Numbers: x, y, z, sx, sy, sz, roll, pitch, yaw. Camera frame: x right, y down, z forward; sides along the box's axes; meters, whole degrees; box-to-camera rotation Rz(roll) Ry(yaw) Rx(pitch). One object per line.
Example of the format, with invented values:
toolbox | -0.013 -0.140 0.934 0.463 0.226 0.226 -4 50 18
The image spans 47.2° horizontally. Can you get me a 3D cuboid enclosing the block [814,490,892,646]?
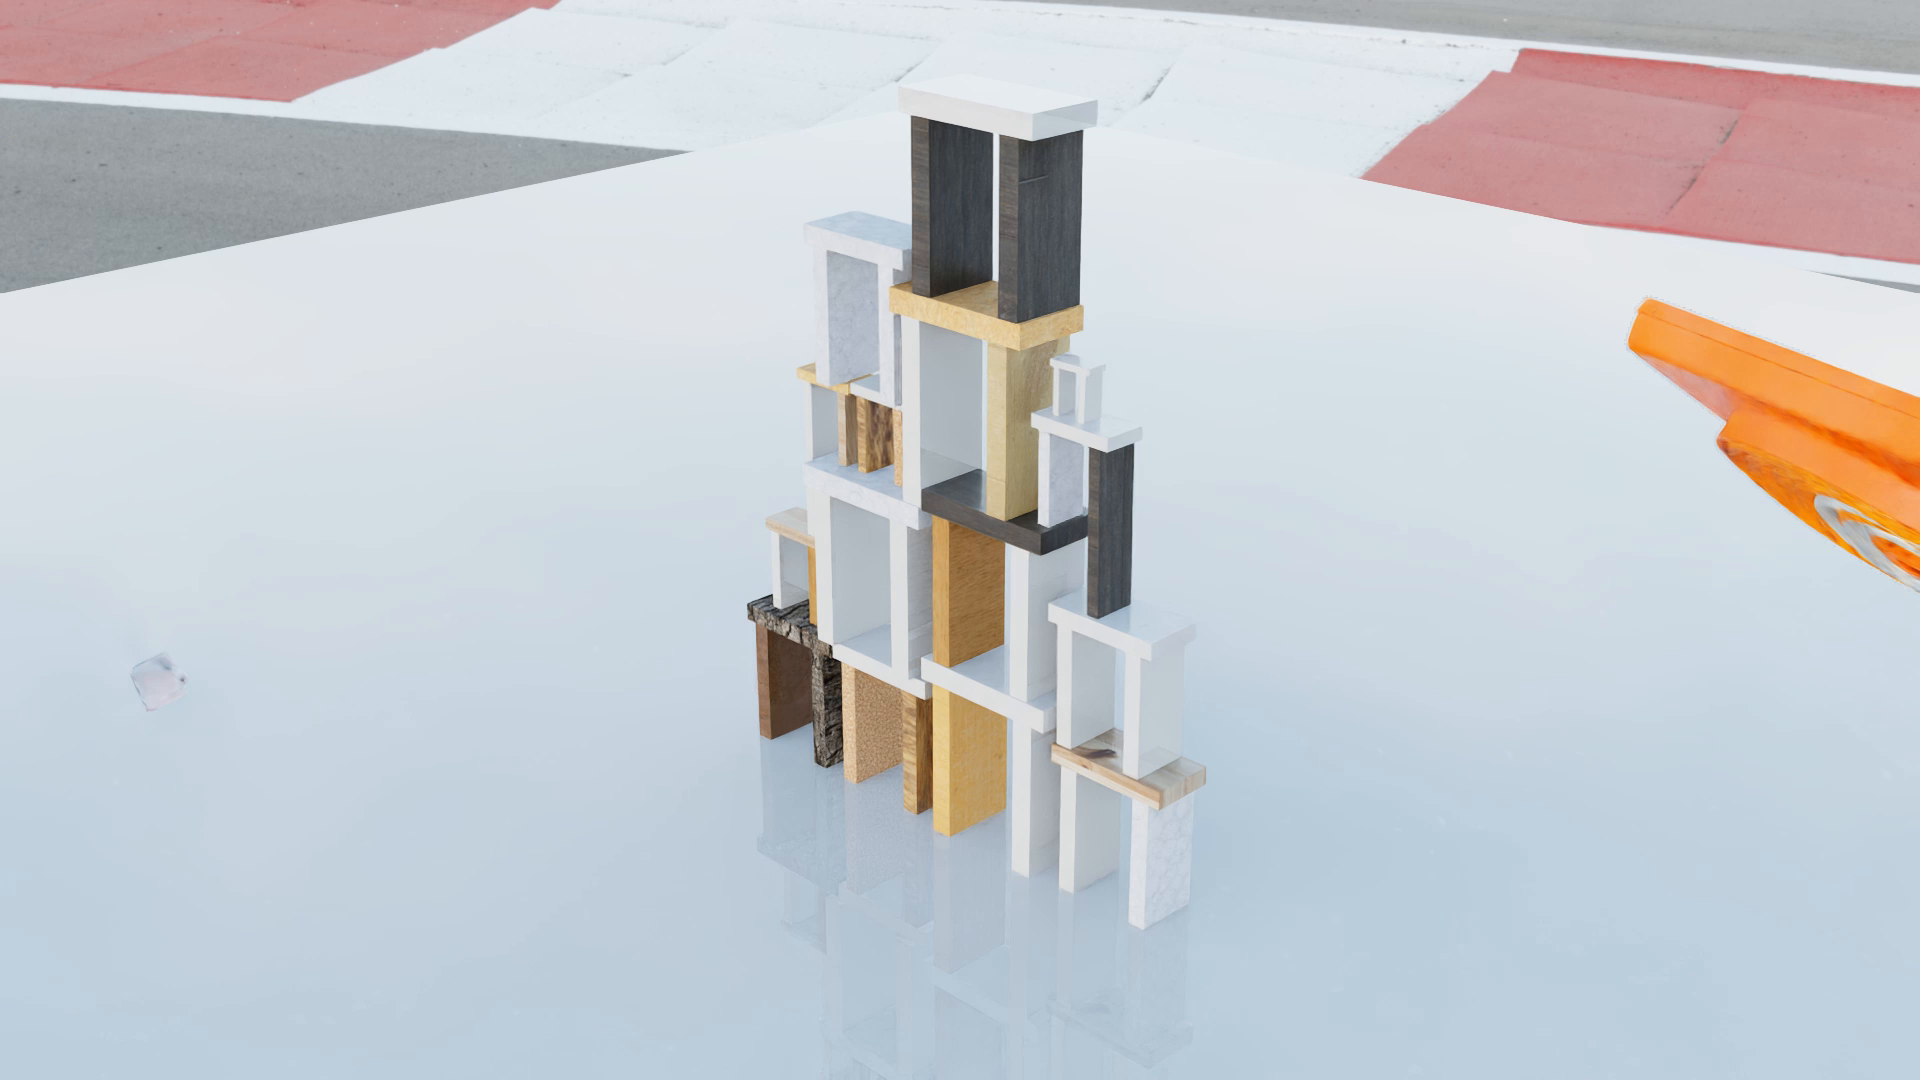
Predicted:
block | -0.216 0.034 4.469 0.047 0.329 0.165 21 31 41

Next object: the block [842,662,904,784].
block | -0.180 0.359 4.570 0.038 0.270 0.135 21 31 41

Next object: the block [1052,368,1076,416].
block | 0.185 -0.269 3.898 0.045 0.090 0.013 -21 31 -40

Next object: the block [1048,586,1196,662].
block | 0.291 0.147 3.973 0.246 0.035 0.123 21 31 41

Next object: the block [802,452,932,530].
block | -0.138 -0.108 4.324 0.329 0.047 0.165 21 31 40

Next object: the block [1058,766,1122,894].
block | 0.249 0.528 4.180 0.037 0.263 0.131 21 31 41

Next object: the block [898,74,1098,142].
block | 0.064 -0.757 3.833 0.326 0.046 0.163 21 31 41

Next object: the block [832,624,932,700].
block | -0.117 0.242 4.451 0.270 0.038 0.135 21 31 41

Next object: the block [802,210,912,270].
block | -0.154 -0.566 4.143 0.271 0.038 0.135 21 31 40

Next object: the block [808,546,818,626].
block | -0.273 0.083 4.564 0.025 0.174 0.087 21 31 41

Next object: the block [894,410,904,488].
block | -0.092 -0.187 4.250 0.078 0.156 0.022 -22 31 -40

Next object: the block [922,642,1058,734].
block | 0.097 0.271 4.231 0.325 0.046 0.162 21 31 41

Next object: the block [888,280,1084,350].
block | 0.045 -0.421 3.996 0.332 0.047 0.166 21 31 41

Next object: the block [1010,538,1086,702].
block | 0.163 0.135 4.100 0.153 0.307 0.043 -21 31 -41

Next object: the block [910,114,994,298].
block | -0.013 -0.616 3.977 0.046 0.326 0.163 21 31 41

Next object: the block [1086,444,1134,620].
block | 0.268 -0.023 3.914 0.026 0.323 0.091 21 31 41

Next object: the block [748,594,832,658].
block | -0.311 0.170 4.630 0.266 0.038 0.133 21 31 41

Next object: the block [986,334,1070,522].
block | 0.124 -0.216 3.998 0.047 0.332 0.166 21 31 41

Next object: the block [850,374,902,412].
block | -0.129 -0.284 4.248 0.156 0.022 0.078 22 32 40

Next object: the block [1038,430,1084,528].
block | 0.183 -0.122 3.969 0.091 0.183 0.026 -21 31 -40

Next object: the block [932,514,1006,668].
block | 0.018 0.079 4.233 0.043 0.307 0.153 21 31 41

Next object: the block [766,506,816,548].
block | -0.314 -0.024 4.563 0.174 0.025 0.087 21 31 41

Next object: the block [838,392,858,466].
block | -0.206 -0.228 4.352 0.021 0.151 0.076 21 31 40

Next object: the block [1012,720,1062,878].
block | 0.174 0.472 4.233 0.046 0.325 0.162 21 31 41

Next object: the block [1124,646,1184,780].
block | 0.351 0.298 3.974 0.123 0.246 0.035 -22 31 -40

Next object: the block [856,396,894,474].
block | -0.165 -0.216 4.317 0.022 0.156 0.078 21 31 41

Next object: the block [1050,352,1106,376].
block | 0.207 -0.308 3.857 0.090 0.013 0.045 20 30 39

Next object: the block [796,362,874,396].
block | -0.244 -0.323 4.353 0.151 0.021 0.076 20 31 39

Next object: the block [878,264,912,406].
block | -0.090 -0.399 4.146 0.038 0.271 0.135 22 32 40

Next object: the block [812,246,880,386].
block | -0.219 -0.448 4.267 0.038 0.276 0.135 22 32 40

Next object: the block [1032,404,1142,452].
block | 0.224 -0.201 3.886 0.091 0.026 0.183 -21 31 -40

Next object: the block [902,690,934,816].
block | -0.053 0.408 4.453 0.038 0.270 0.135 21 31 41

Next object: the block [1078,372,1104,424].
block | 0.229 -0.253 3.859 0.045 0.090 0.013 -21 32 -40

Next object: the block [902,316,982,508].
block | -0.033 -0.260 4.150 0.047 0.369 0.166 21 31 41

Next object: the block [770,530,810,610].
block | -0.355 0.051 4.639 0.025 0.174 0.087 21 31 41

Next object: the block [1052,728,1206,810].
block | 0.310 0.414 4.065 0.131 0.037 0.263 -22 31 -40

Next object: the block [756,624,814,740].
block | -0.374 0.286 4.747 0.038 0.266 0.133 21 31 41

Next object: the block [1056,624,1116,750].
block | 0.235 0.254 4.081 0.035 0.246 0.123 21 31 41

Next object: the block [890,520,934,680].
block | -0.060 0.095 4.326 0.047 0.329 0.165 21 31 40

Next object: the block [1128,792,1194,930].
block | 0.372 0.576 4.066 0.037 0.263 0.131 21 31 41

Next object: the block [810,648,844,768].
block | -0.248 0.335 4.631 0.038 0.266 0.133 21 31 41

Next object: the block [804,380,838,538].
block | -0.277 -0.172 4.454 0.021 0.333 0.076 21 31 40

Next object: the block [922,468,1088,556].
block | 0.090 -0.055 4.098 0.307 0.043 0.153 21 31 41

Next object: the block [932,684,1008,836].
block | 0.021 0.412 4.374 0.046 0.325 0.162 21 31 41

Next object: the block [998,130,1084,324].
block | 0.140 -0.555 3.835 0.163 0.326 0.046 -21 31 -41
